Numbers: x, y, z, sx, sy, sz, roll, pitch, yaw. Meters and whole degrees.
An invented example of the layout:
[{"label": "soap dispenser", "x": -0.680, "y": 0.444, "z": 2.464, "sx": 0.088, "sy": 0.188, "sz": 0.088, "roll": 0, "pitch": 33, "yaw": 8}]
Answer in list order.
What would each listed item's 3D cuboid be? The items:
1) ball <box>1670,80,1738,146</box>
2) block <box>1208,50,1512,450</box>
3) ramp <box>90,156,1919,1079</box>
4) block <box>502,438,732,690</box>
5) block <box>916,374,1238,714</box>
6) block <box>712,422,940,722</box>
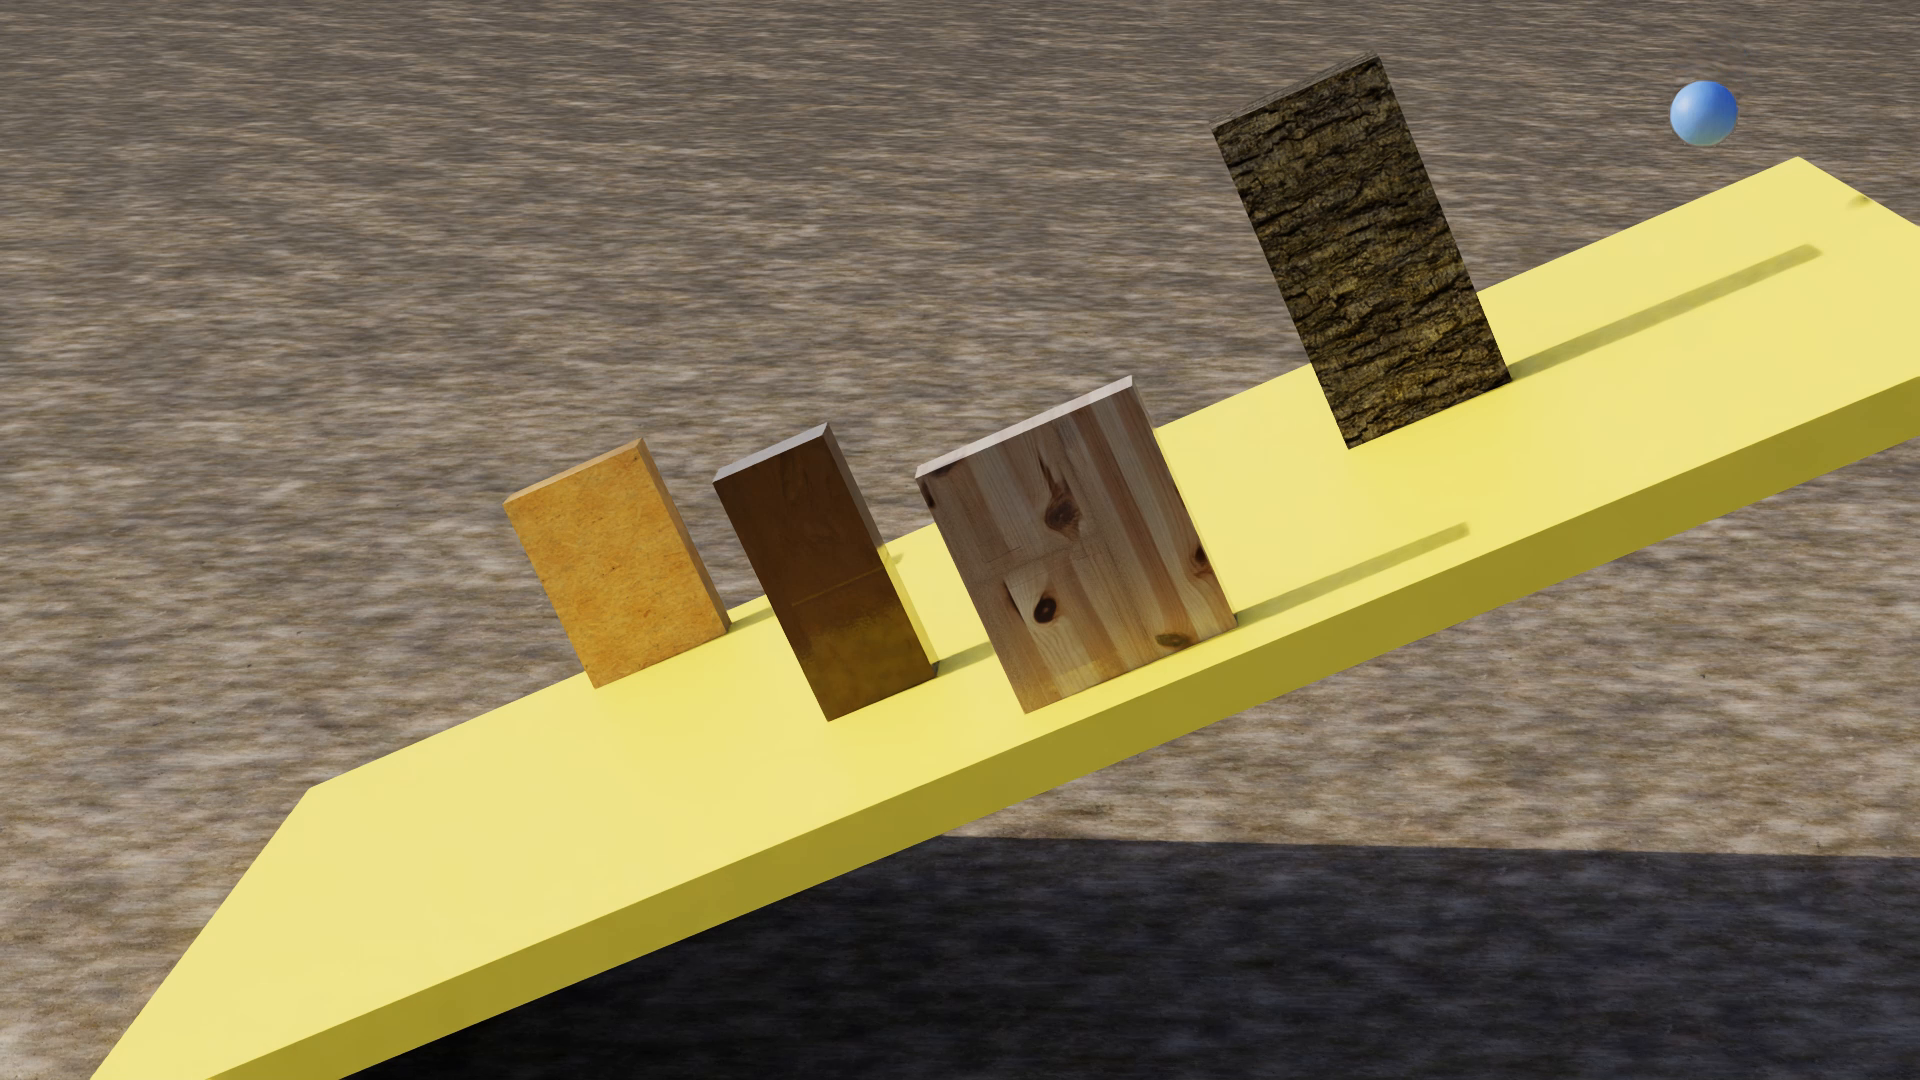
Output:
[{"label": "ball", "x": 1.589, "y": -0.911, "z": 6.283, "sx": 0.140, "sy": 0.140, "sz": 0.140, "roll": 0, "pitch": 15, "yaw": 0}, {"label": "block", "x": 0.841, "y": -0.609, "z": 6.185, "sx": 0.371, "sy": 0.741, "sz": 0.147, "roll": -23, "pitch": 13, "yaw": 8}, {"label": "ramp", "x": 0.132, "y": 0.170, "z": 6.284, "sx": 4.000, "sy": 0.100, "sz": 2.000, "roll": -23, "pitch": 13, "yaw": 8}, {"label": "block", "x": -0.829, "y": 0.058, "z": 7.140, "sx": 0.359, "sy": 0.508, "sz": 0.097, "roll": -23, "pitch": 13, "yaw": 8}, {"label": "block", "x": 0.217, "y": 0.011, "z": 5.418, "sx": 0.430, "sy": 0.493, "sz": 0.095, "roll": -23, "pitch": 13, "yaw": 8}, {"label": "block", "x": -0.269, "y": 0.067, "z": 5.971, "sx": 0.244, "sy": 0.550, "sz": 0.116, "roll": -23, "pitch": 13, "yaw": 8}]
